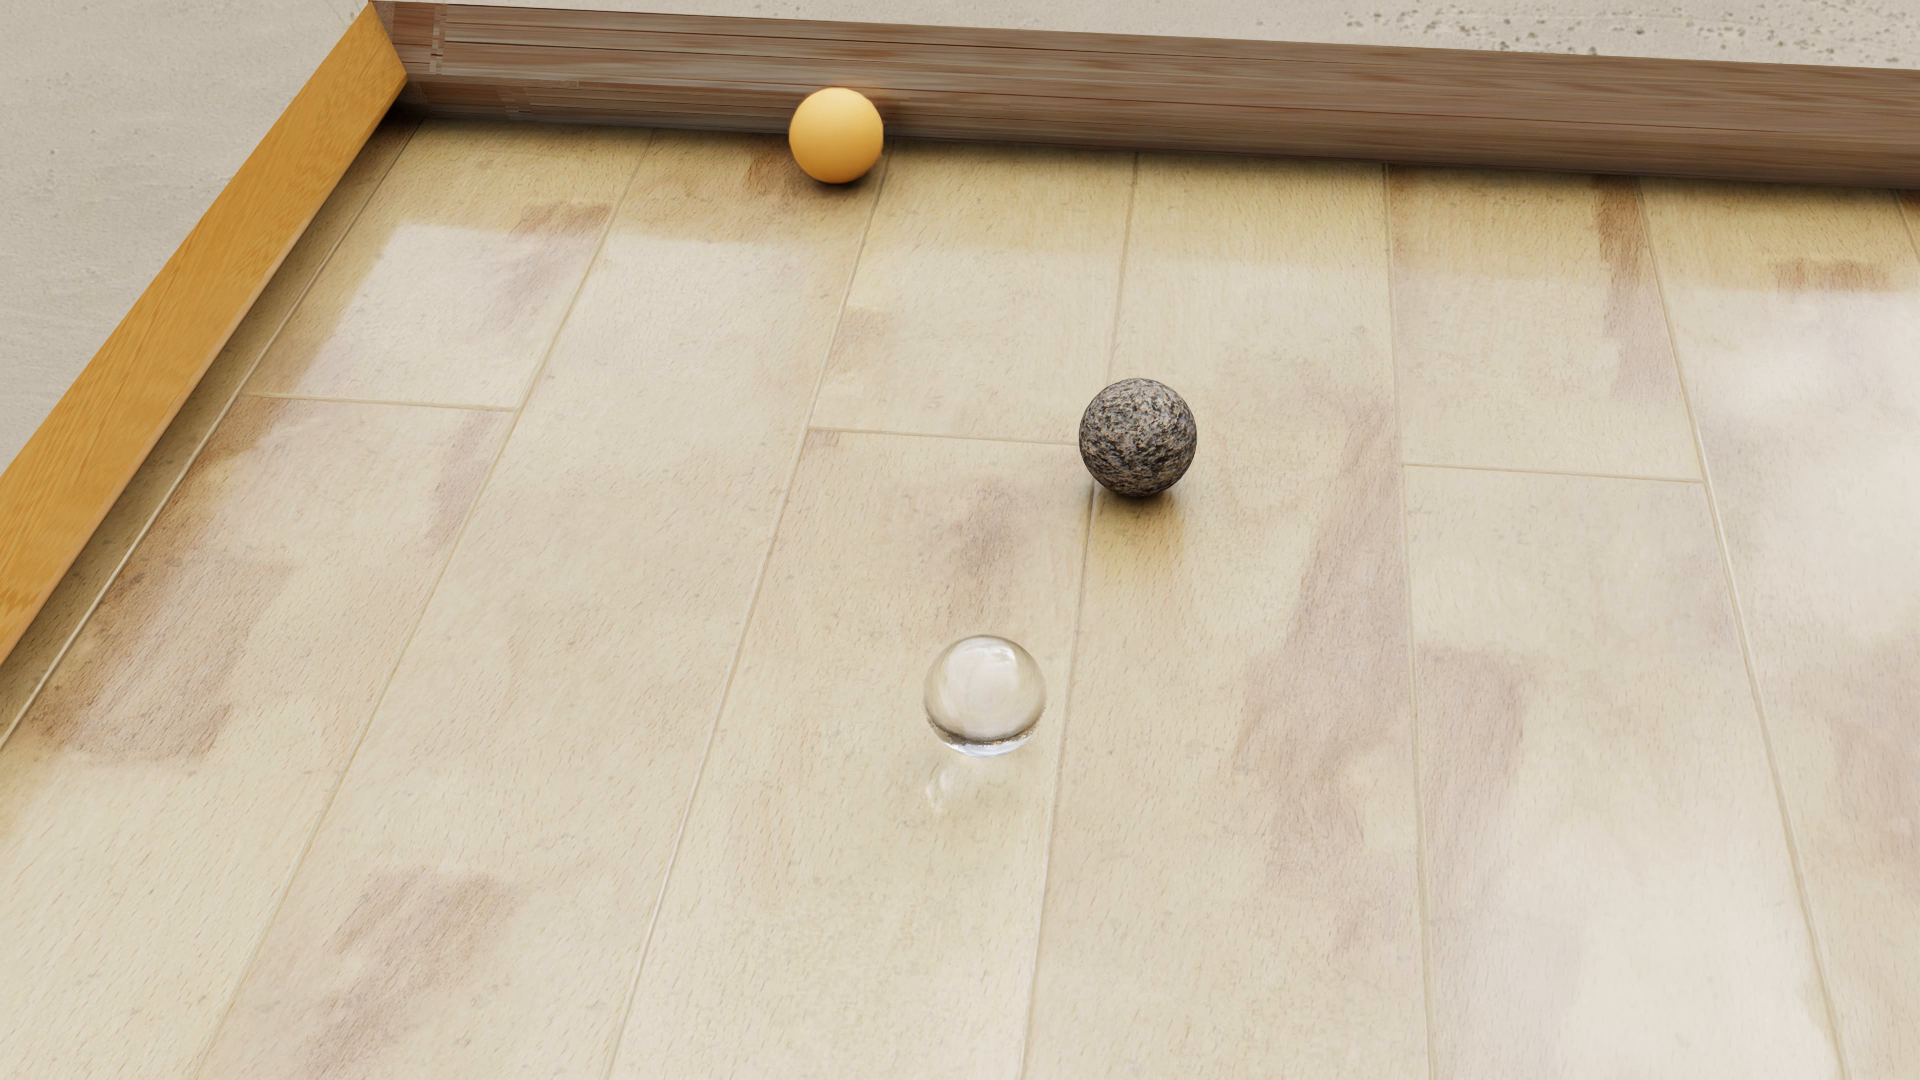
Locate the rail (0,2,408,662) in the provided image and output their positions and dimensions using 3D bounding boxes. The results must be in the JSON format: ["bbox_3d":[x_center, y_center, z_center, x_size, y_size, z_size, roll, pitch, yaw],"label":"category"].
[{"bbox_3d":[-0.670,-0.060,2.017,0.045,0.125,1.571,4,34,5],"label":"rail"}]

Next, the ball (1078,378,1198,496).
[{"bbox_3d":[0.144,-0.083,2.078,0.096,0.096,0.096,0,34,0],"label":"ball"}]

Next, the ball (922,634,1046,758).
[{"bbox_3d":[0.017,0.109,1.803,0.088,0.088,0.088,0,34,0],"label":"ball"}]

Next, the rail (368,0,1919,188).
[{"bbox_3d":[0.779,-0.400,2.515,2.792,0.125,0.045,4,34,5],"label":"rail"}]

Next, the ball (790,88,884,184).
[{"bbox_3d":[-0.122,-0.401,2.546,0.094,0.094,0.094,0,34,0],"label":"ball"}]
